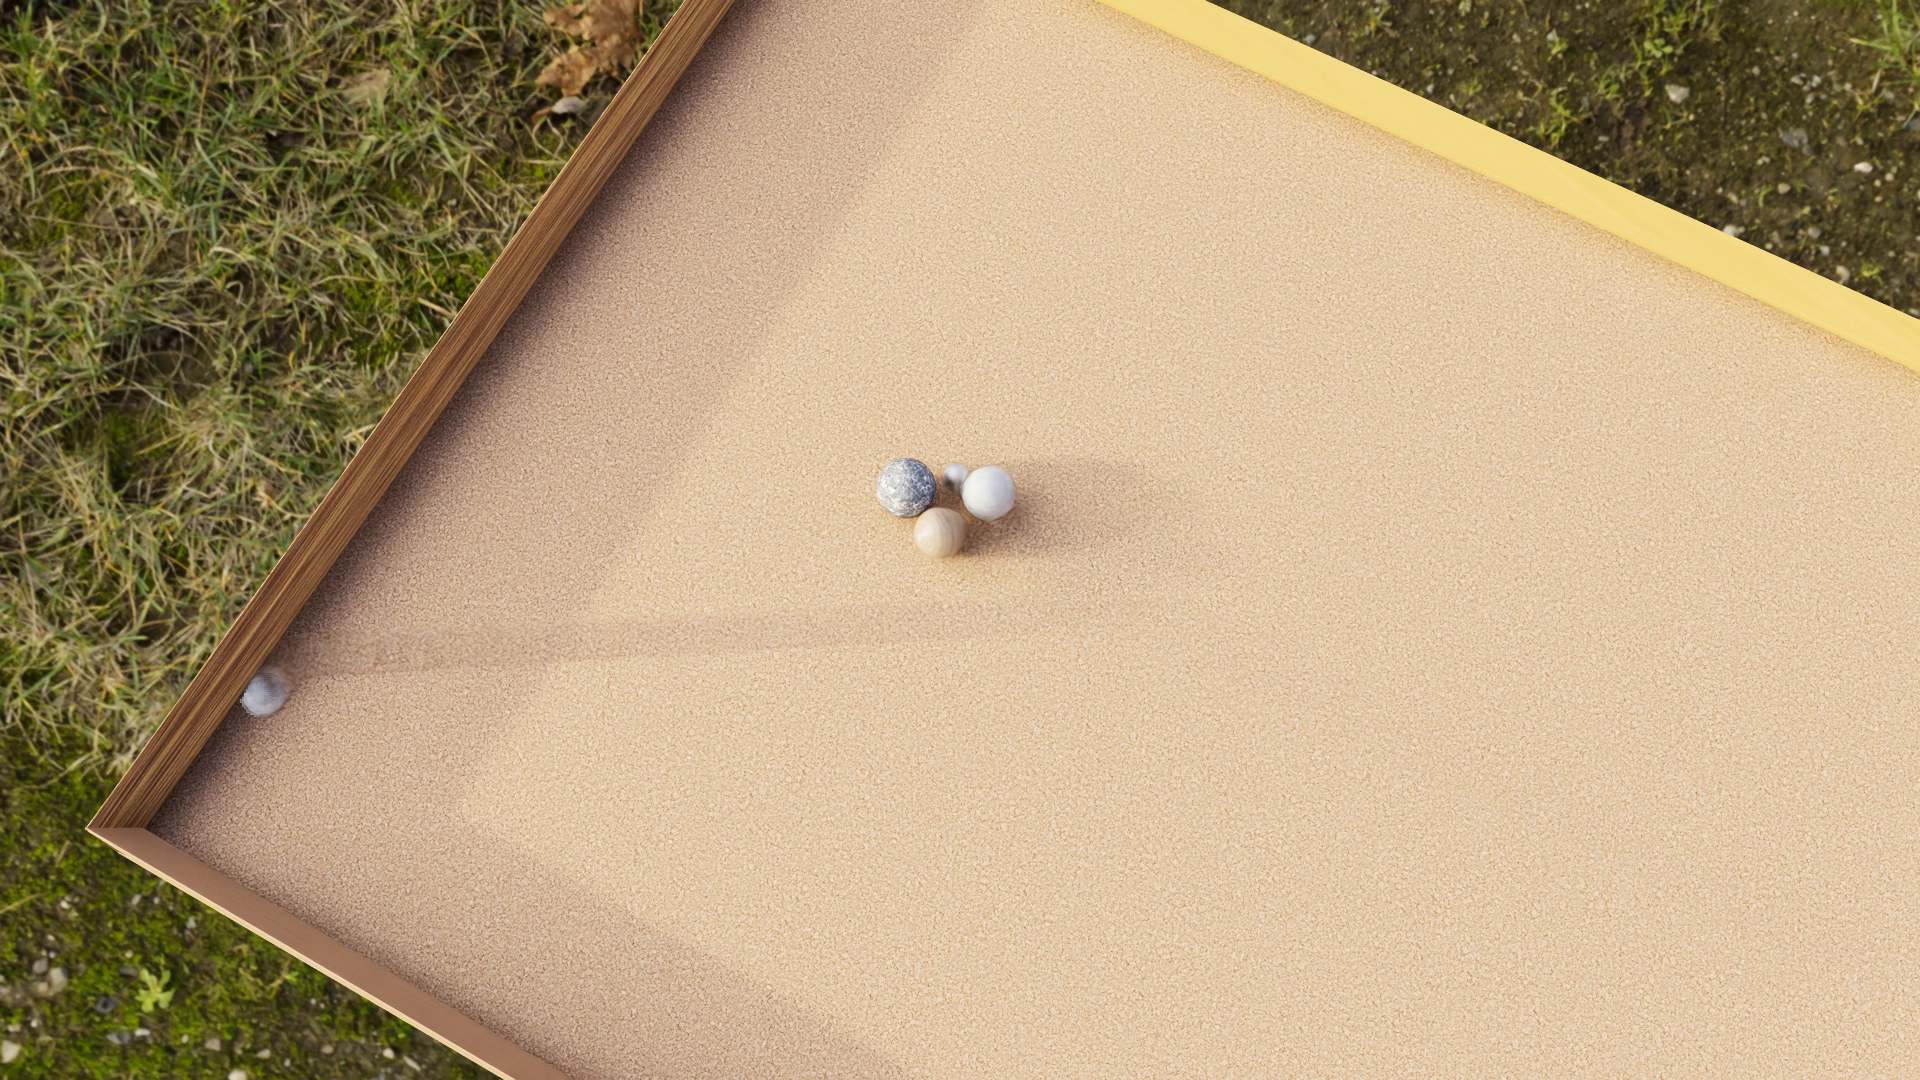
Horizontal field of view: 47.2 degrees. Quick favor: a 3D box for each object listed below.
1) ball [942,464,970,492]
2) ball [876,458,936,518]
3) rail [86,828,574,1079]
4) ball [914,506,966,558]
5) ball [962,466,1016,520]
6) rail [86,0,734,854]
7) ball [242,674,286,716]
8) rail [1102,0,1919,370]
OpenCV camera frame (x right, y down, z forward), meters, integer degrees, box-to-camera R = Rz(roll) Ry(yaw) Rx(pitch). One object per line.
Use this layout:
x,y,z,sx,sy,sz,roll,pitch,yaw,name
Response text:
-0.006,-0.099,3.555,0.046,0.046,0.046,0,67,0,ball
-0.086,-0.083,3.521,0.097,0.097,0.097,0,67,0,ball
0.277,1.219,2.964,3.540,0.126,0.045,27,70,11,rail
-0.032,-0.011,3.499,0.083,0.083,0.083,0,67,0,ball
0.046,-0.074,3.523,0.086,0.086,0.086,0,67,0,ball
-0.754,-0.394,3.633,0.045,0.126,2.109,27,70,11,rail
-1.078,0.240,3.405,0.063,0.063,0.063,0,67,0,ball
1.273,-0.448,3.656,3.540,0.126,0.045,27,70,11,rail
